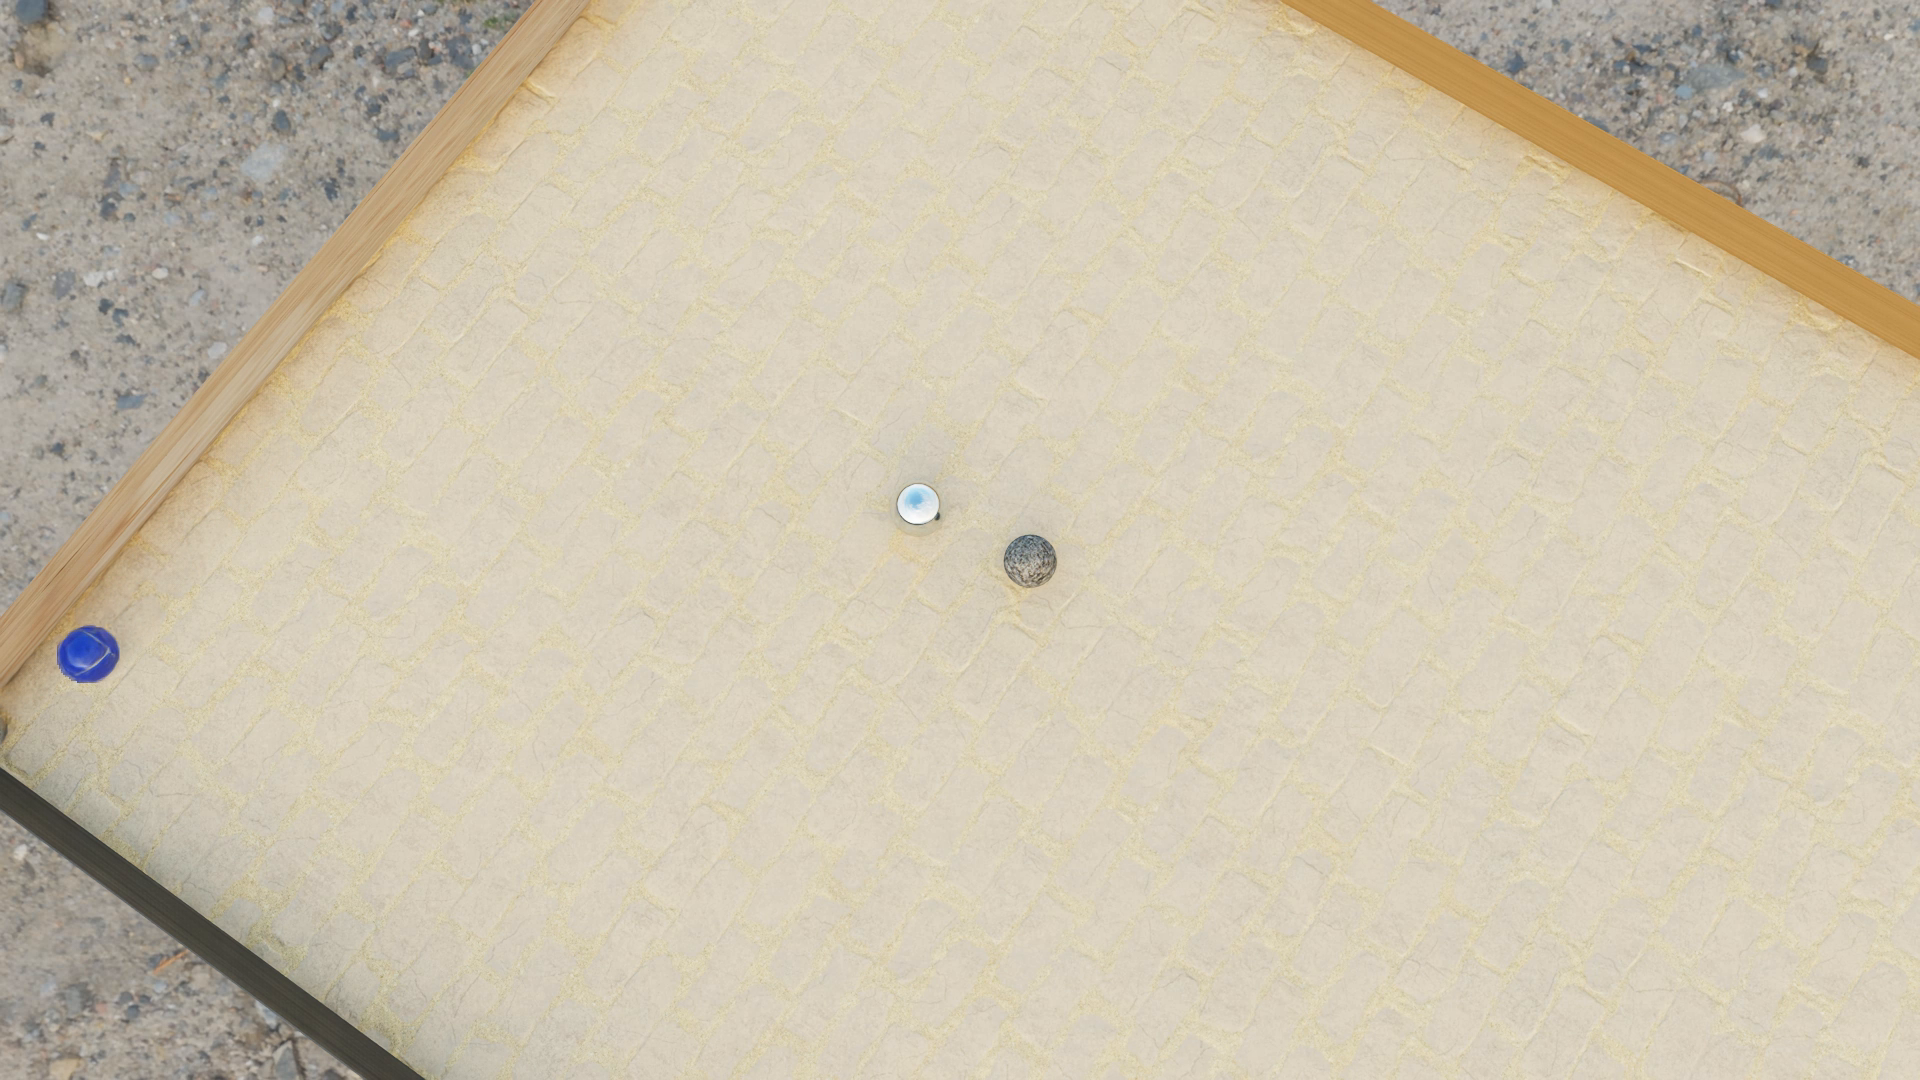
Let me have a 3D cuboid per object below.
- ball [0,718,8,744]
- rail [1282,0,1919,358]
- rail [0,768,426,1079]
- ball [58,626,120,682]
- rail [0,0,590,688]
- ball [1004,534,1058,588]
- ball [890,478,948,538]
[{"bbox_3d":[-1.478,0.290,3.343,0.055,0.055,0.055,0,70,0],"label":"ball"},{"bbox_3d":[1.555,-0.303,3.523,4.444,0.119,0.045,32,73,11],"label":"rail"},{"bbox_3d":[0.285,1.460,2.883,4.444,0.119,0.045,32,73,11],"label":"rail"},{"bbox_3d":[-1.334,0.174,3.368,0.086,0.086,0.086,0,70,0],"label":"ball"},{"bbox_3d":[-0.900,-0.580,3.624,0.045,0.119,2.313,32,73,11],"label":"rail"},{"bbox_3d":[0.109,0.033,3.421,0.083,0.083,0.083,0,70,0],"label":"ball"},{"bbox_3d":[-0.065,-0.050,3.447,0.092,0.092,0.092,0,70,0],"label":"ball"}]
